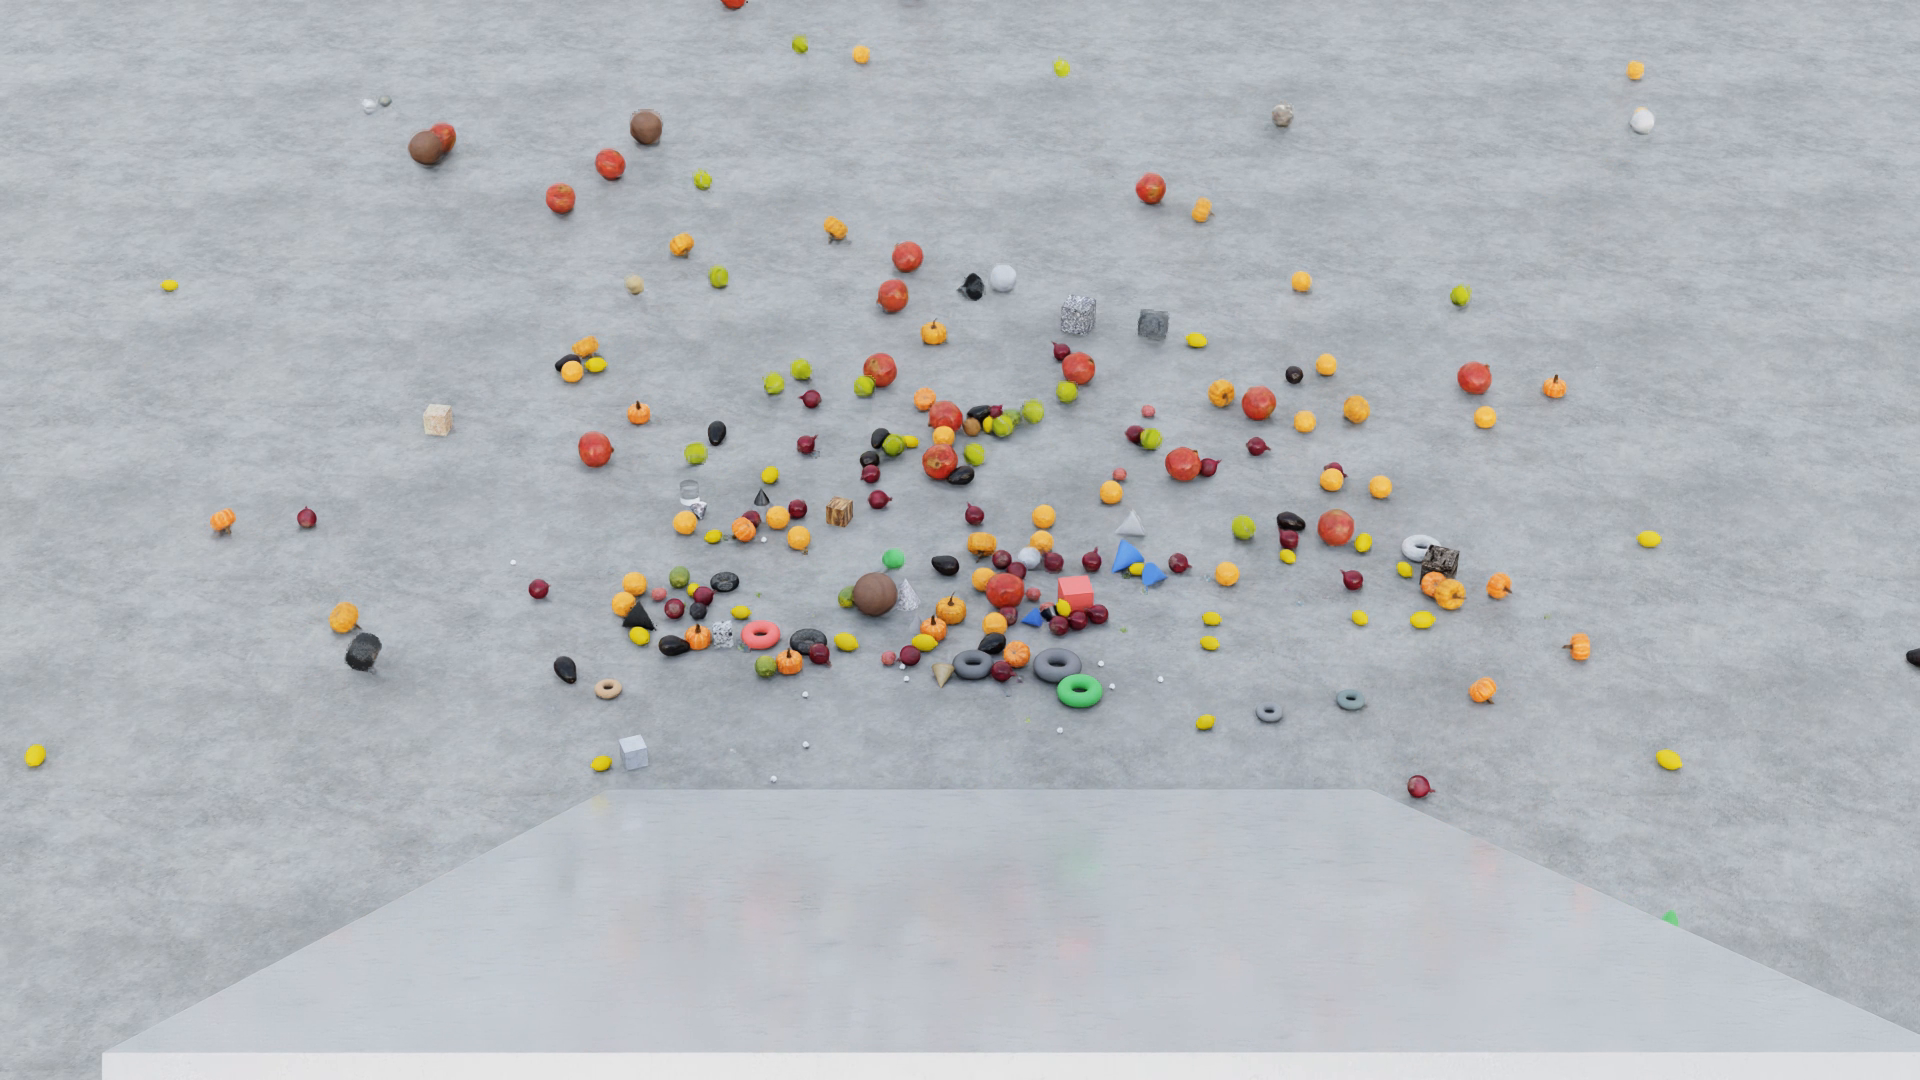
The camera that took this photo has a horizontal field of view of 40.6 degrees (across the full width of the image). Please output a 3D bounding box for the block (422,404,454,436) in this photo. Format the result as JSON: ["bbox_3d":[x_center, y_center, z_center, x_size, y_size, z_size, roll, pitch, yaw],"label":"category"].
[{"bbox_3d":[-1.693,-0.390,8.422,0.071,0.071,0.071,5,34,8],"label":"block"}]

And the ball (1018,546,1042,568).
[{"bbox_3d":[0.210,0.053,7.769,0.068,0.068,0.068,0,34,0],"label":"ball"}]

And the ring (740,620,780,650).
[{"bbox_3d":[-0.574,0.273,7.470,0.114,0.038,0.114,0,35,0],"label":"ring"}]

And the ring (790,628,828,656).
[{"bbox_3d":[-0.435,0.292,7.443,0.109,0.036,0.109,1,33,-1],"label":"ring"}]

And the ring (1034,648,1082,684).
[{"bbox_3d":[0.275,0.355,7.341,0.139,0.046,0.139,1,34,-1],"label":"ring"}]

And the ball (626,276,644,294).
[{"bbox_3d":[-1.149,-0.902,9.183,0.068,0.068,0.068,0,34,0],"label":"ball"}]

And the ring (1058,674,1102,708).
[{"bbox_3d":[0.334,0.421,7.246,0.128,0.043,0.128,-1,35,1],"label":"ring"}]

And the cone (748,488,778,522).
[{"bbox_3d":[-0.611,-0.121,8.001,0.096,0.096,0.096,0,34,0],"label":"cone"}]

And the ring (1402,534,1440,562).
[{"bbox_3d":[1.393,0.026,7.834,0.121,0.040,0.121,0,33,0],"label":"ring"}]

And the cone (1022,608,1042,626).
[{"bbox_3d":[0.200,0.231,7.542,0.057,0.057,0.057,-17,28,24],"label":"cone"}]

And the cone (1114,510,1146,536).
[{"bbox_3d":[0.508,-0.036,7.925,0.089,0.089,0.089,-25,33,10],"label":"cone"}]

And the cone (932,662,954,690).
[{"bbox_3d":[-0.051,0.390,7.303,0.067,0.067,0.067,3,62,4],"label":"cone"}]

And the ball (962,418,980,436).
[{"bbox_3d":[0.038,-0.367,8.399,0.059,0.059,0.059,0,34,0],"label":"ball"}]

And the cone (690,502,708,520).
[{"bbox_3d":[-0.801,-0.081,8.006,0.054,0.054,0.054,-8,61,-12],"label":"cone"}]

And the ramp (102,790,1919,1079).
[{"bbox_3d":[0.075,0.653,4.794,2.000,0.100,4.000,0,-1,0],"label":"ramp"}]

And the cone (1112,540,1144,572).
[{"bbox_3d":[0.484,0.067,7.770,0.096,0.096,0.096,-45,49,-13],"label":"cone"}]

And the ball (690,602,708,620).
[{"bbox_3d":[-0.761,0.206,7.556,0.052,0.052,0.052,0,34,0],"label":"ball"}]

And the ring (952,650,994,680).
[{"bbox_3d":[0.037,0.353,7.349,0.120,0.040,0.120,0,33,0],"label":"ring"}]

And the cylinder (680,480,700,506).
[{"bbox_3d":[-0.841,-0.148,8.073,0.059,0.059,0.059,0,34,0],"label":"cylinder"}]

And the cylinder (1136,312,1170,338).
[{"bbox_3d":[0.664,-0.738,8.920,0.090,0.090,0.090,0,30,30],"label":"cylinder"}]

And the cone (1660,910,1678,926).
[{"bbox_3d":[1.737,0.963,6.451,0.077,0.077,0.077,-18,25,29],"label":"cone"}]

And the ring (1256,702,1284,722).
[{"bbox_3d":[0.856,0.476,7.180,0.077,0.026,0.077,-1,35,0],"label":"ring"}]

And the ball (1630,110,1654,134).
[{"bbox_3d":[2.704,-1.658,10.279,0.093,0.093,0.093,0,34,0],"label":"ball"}]

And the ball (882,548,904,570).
[{"bbox_3d":[-0.201,0.057,7.766,0.063,0.063,0.063,0,34,0],"label":"ball"}]

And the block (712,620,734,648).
[{"bbox_3d":[-0.682,0.271,7.457,0.055,0.055,0.055,-5,34,-7],"label":"block"}]

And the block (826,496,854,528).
[{"bbox_3d":[-0.370,-0.087,7.980,0.062,0.062,0.062,13,36,18],"label":"block"}]

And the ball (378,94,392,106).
[{"bbox_3d":[-2.326,-1.778,10.494,0.051,0.051,0.051,0,34,0],"label":"ball"}]

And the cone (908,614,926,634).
[{"bbox_3d":[-0.124,0.235,7.513,0.052,0.052,0.052,0,34,0],"label":"cone"}]

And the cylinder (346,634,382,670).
[{"bbox_3d":[-1.693,0.318,7.367,0.078,0.078,0.078,6,29,8],"label":"cylinder"}]

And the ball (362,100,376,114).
[{"bbox_3d":[-2.379,-1.745,10.441,0.056,0.056,0.056,0,34,0],"label":"ball"}]

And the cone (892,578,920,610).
[{"bbox_3d":[-0.159,0.147,7.611,0.087,0.087,0.087,0,34,0],"label":"cone"}]

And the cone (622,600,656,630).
[{"bbox_3d":[-0.916,0.237,7.520,0.090,0.090,0.090,33,39,0],"label":"cone"}]

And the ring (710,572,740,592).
[{"bbox_3d":[-0.698,0.125,7.697,0.087,0.029,0.087,-1,34,1],"label":"ring"}]

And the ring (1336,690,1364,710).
[{"bbox_3d":[1.088,0.444,7.227,0.079,0.026,0.079,0,33,0],"label":"ring"}]

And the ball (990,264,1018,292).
[{"bbox_3d":[0.154,-0.928,9.196,0.096,0.096,0.096,0,34,0],"label":"ball"}]

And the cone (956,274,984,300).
[{"bbox_3d":[0.018,-0.890,9.187,0.094,0.094,0.094,-5,22,45],"label":"cone"}]

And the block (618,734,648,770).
[{"bbox_3d":[-0.881,0.573,7.004,0.061,0.061,0.061,-13,36,-18],"label":"block"}]

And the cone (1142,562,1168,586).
[{"bbox_3d":[0.591,0.107,7.720,0.071,0.071,0.071,12,25,-33],"label":"cone"}]

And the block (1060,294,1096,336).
[{"bbox_3d":[0.410,-0.779,8.975,0.096,0.096,0.096,12,36,17],"label":"block"}]

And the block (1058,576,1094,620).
[{"bbox_3d":[0.337,0.168,7.580,0.088,0.088,0.088,-5,34,-8],"label":"block"}]

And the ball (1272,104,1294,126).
[{"bbox_3d":[1.287,-1.693,10.338,0.086,0.086,0.086,0,34,0],"label":"ball"}]

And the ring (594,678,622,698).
[{"bbox_3d":[-0.985,0.416,7.268,0.077,0.026,0.077,1,33,-1],"label":"ring"}]

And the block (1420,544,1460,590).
[{"bbox_3d":[1.424,0.082,7.707,0.089,0.089,0.089,14,36,20],"label":"block"}]
